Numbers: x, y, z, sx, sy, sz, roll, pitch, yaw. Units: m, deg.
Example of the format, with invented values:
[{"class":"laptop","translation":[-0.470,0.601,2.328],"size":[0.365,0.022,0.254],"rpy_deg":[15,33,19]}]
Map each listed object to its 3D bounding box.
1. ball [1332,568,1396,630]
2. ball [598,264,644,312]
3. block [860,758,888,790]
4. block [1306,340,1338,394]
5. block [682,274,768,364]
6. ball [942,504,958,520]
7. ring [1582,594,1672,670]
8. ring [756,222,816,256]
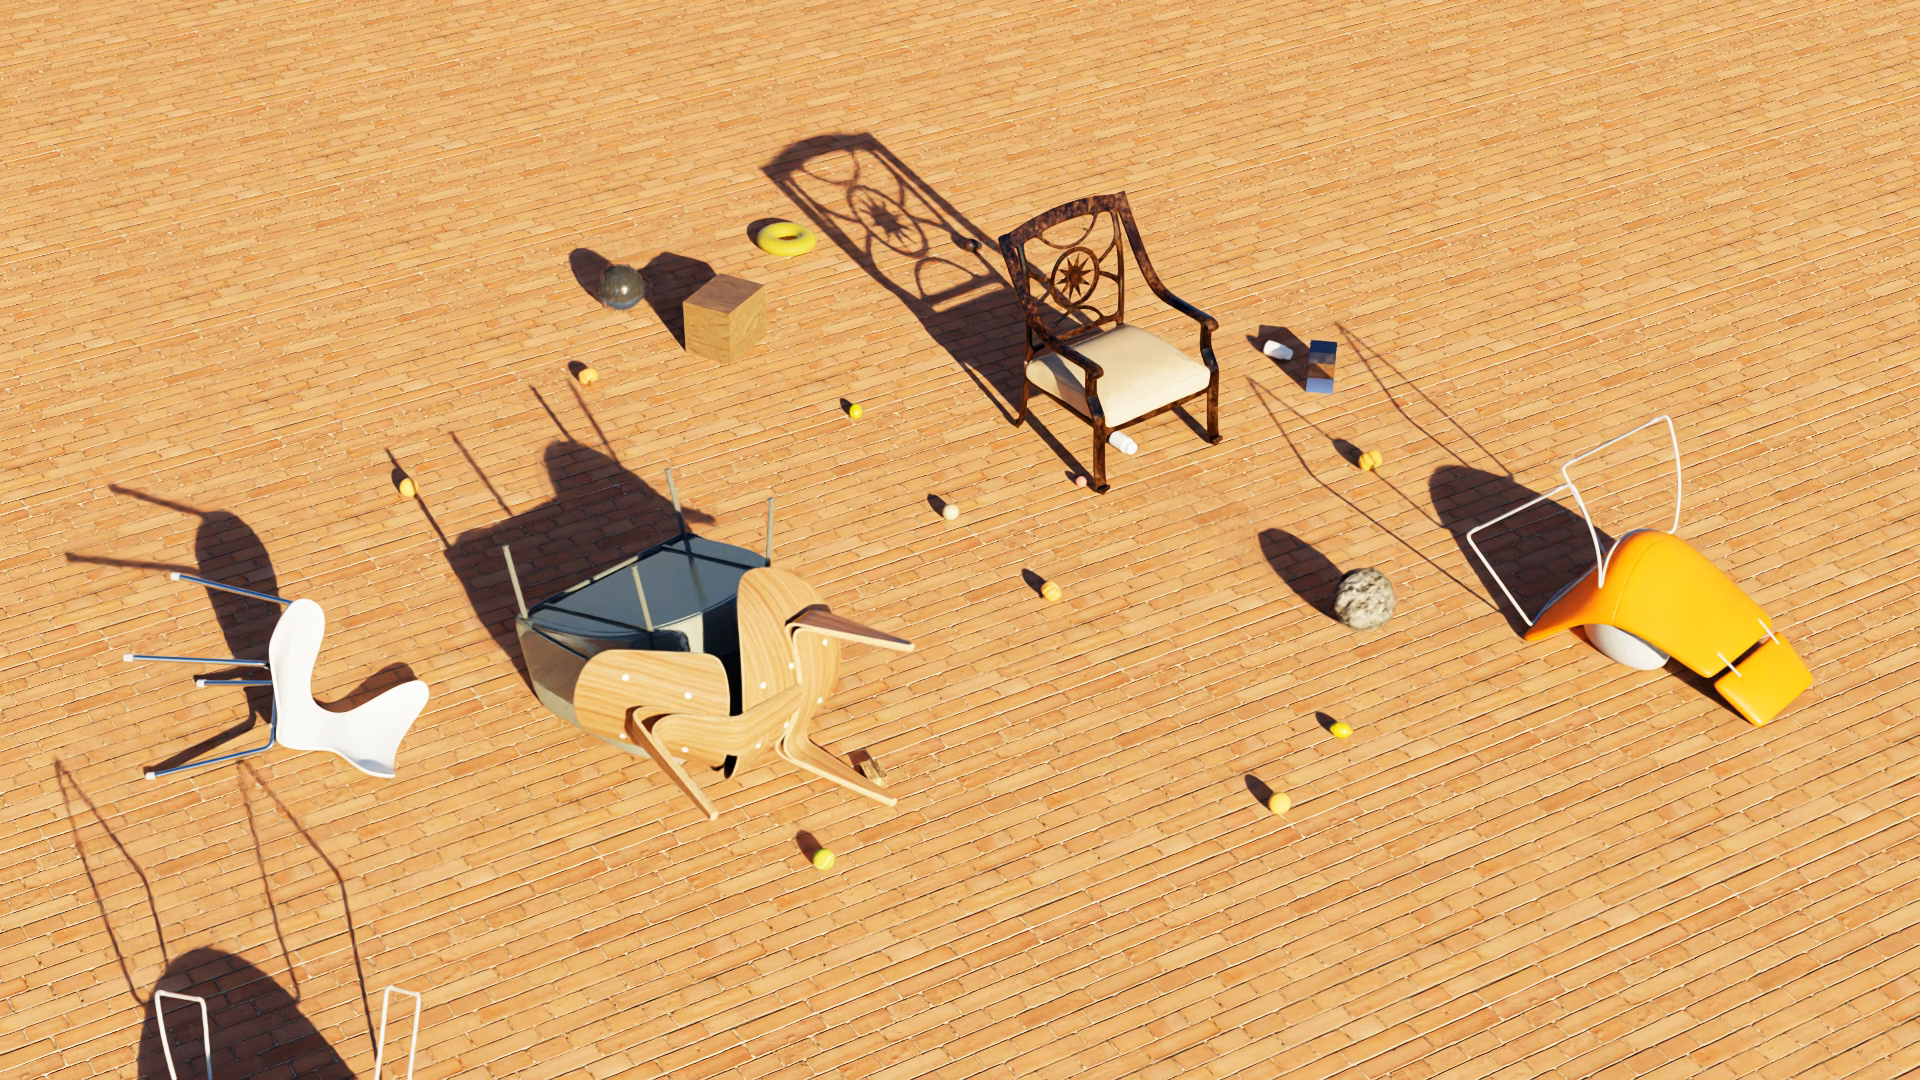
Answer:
[{"class":"ball","translation":[1.435,0.210,10.421],"size":[0.226,0.226,0.226],"rpy_deg":[0,33,0]},{"class":"ball","translation":[-1.431,-1.065,12.381],"size":[0.197,0.197,0.197],"rpy_deg":[0,33,0]},{"class":"block","translation":[-0.287,0.776,9.732],"size":[0.066,0.038,0.102],"rpy_deg":[-10,35,-15]},{"class":"block","translation":[1.466,-0.702,11.886],"size":[0.109,0.136,0.189],"rpy_deg":[5,34,8]},{"class":"block","translation":[-0.969,-0.915,12.116],"size":[0.220,0.238,0.284],"rpy_deg":[16,37,23]},{"class":"ball","translation":[-0.036,-0.106,11.046],"size":[0.064,0.064,0.064],"rpy_deg":[0,33,0]},{"class":"ring","translation":[2.346,0.320,10.320],"size":[0.218,0.157,0.387],"rpy_deg":[-18,36,-27]},{"class":"ring","translation":[-0.763,-1.324,12.897],"size":[0.257,0.063,0.272],"rpy_deg":[-27,42,-36]}]
